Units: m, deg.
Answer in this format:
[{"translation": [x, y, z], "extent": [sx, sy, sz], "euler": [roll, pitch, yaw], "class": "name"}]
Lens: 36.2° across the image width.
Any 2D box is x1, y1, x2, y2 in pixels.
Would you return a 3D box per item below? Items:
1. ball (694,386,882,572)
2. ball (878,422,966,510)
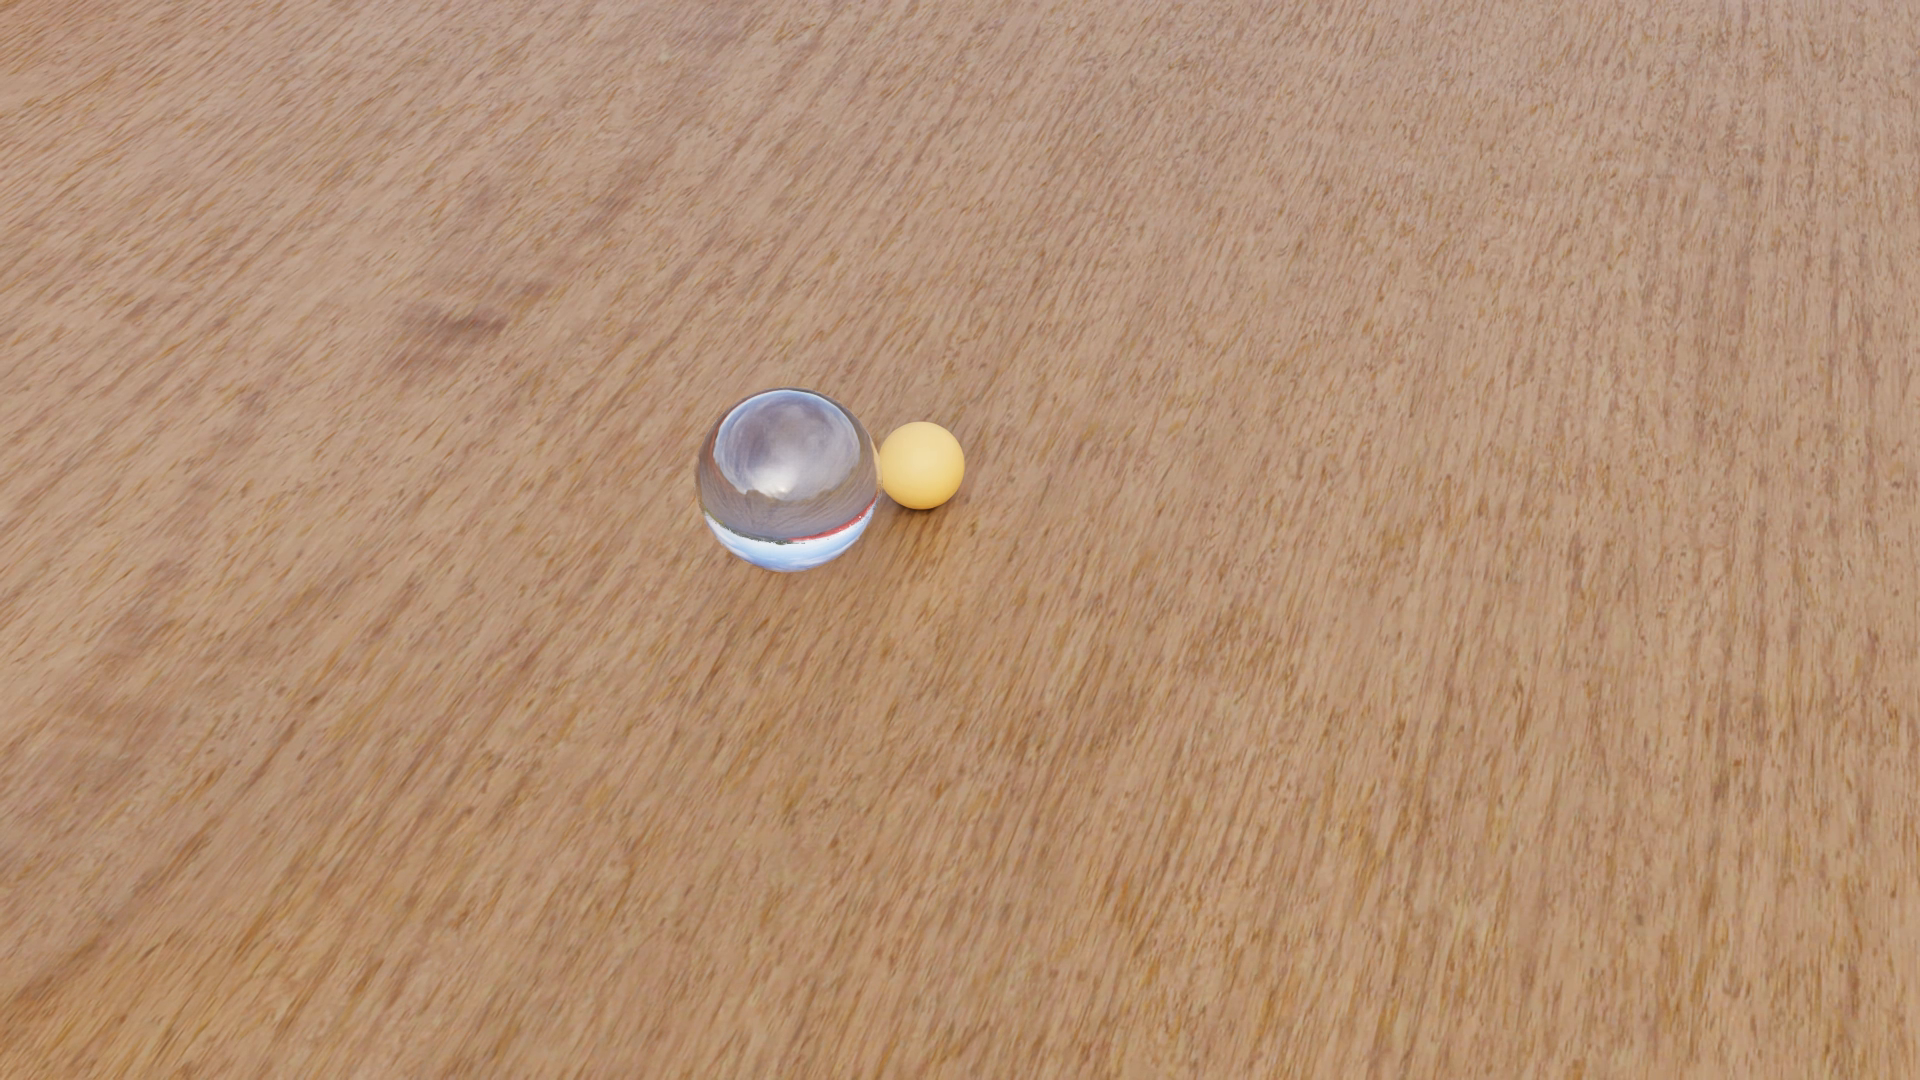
[{"translation": [-0.091, -0.032, 1.551], "extent": [0.098, 0.098, 0.098], "euler": [0, 32, 0], "class": "ball"}, {"translation": [-0.021, -0.041, 1.612], "extent": [0.048, 0.048, 0.048], "euler": [0, 32, 0], "class": "ball"}]
